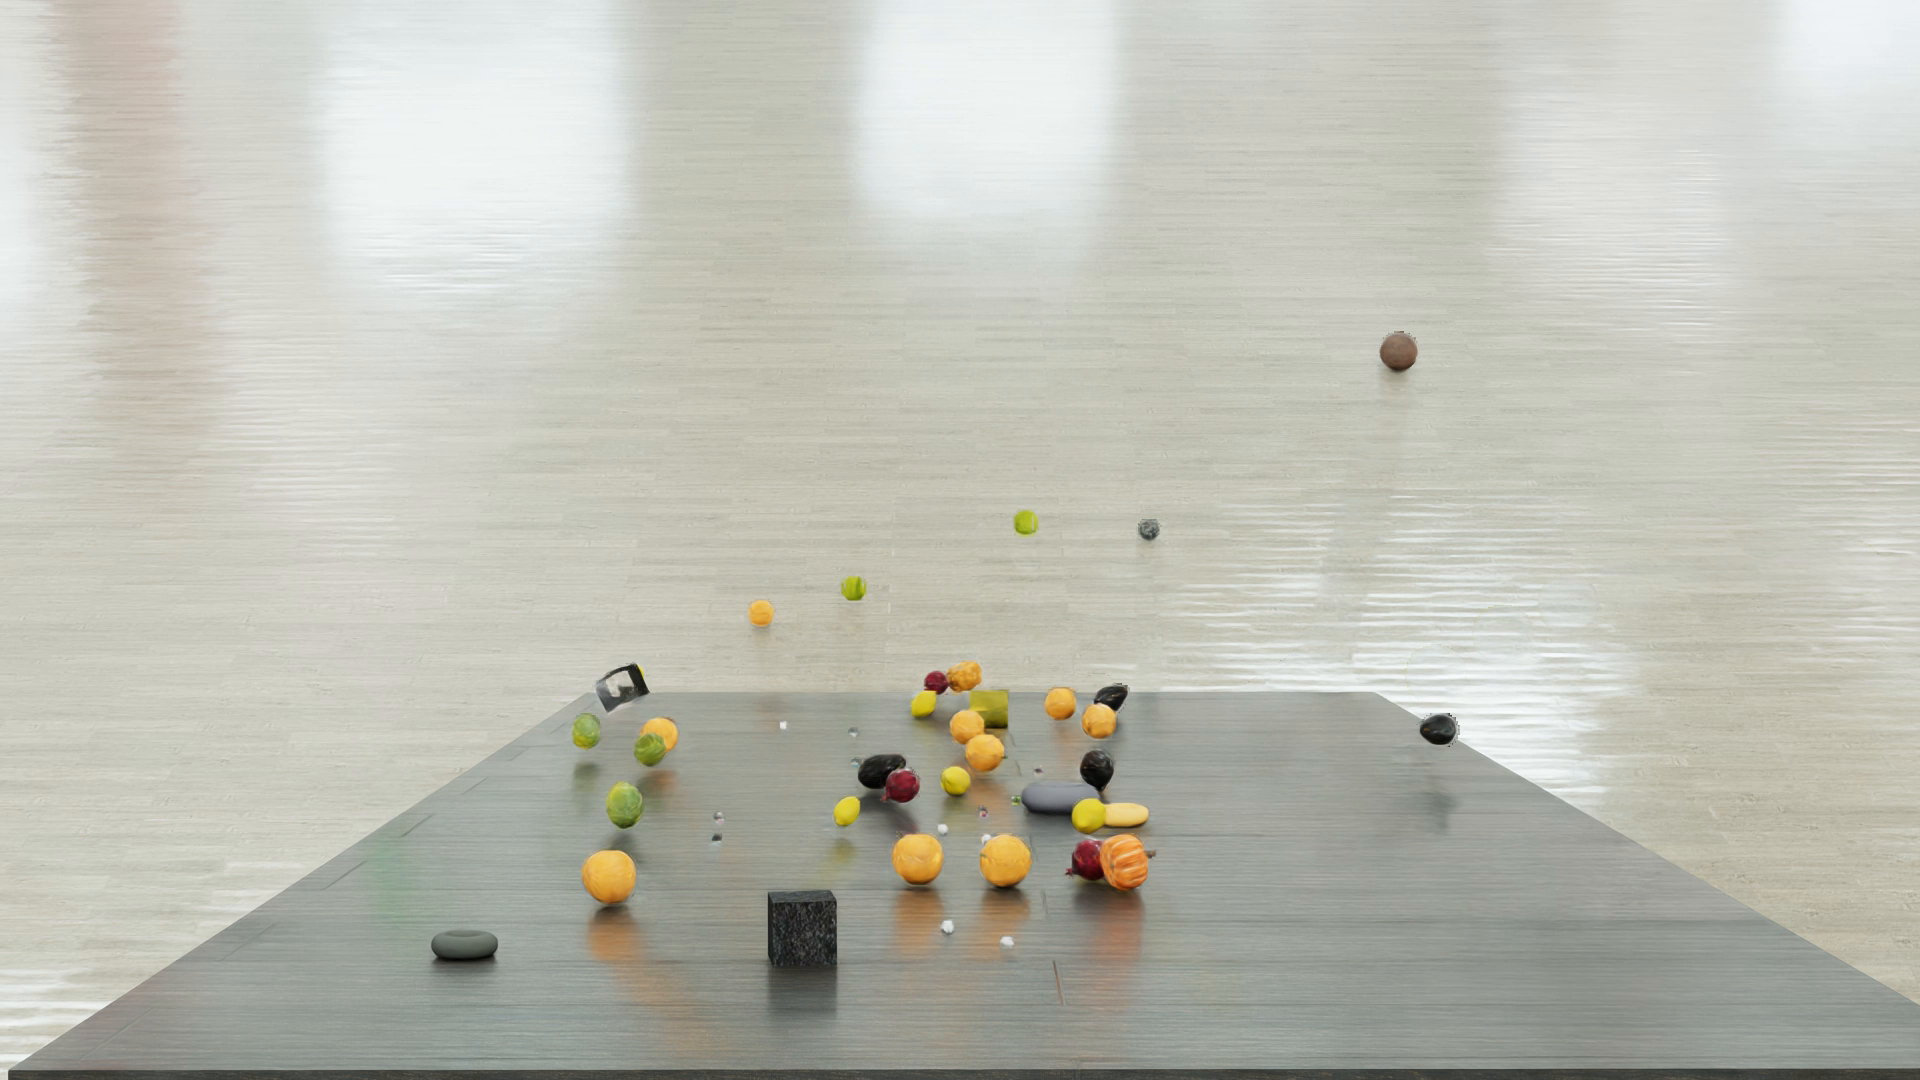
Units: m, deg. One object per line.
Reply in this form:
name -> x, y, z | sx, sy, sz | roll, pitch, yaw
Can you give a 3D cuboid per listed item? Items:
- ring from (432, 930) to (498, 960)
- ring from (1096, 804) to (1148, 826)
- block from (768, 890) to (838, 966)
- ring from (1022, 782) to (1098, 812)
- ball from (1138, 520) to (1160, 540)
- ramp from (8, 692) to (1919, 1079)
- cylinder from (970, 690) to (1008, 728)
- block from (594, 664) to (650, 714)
ring -> -0.601, 0.491, 3.127 | 0.080, 0.027, 0.080 | 1, 1, 0
ring -> 0.266, 0.451, 4.229 | 0.088, 0.029, 0.088 | -1, 3, 0
block -> -0.190, 0.467, 3.100 | 0.076, 0.076, 0.076 | 0, 2, -9
ring -> 0.171, 0.438, 4.394 | 0.133, 0.044, 0.133 | 1, 1, 0
ball -> 0.559, -0.029, 7.613 | 0.062, 0.062, 0.062 | 0, 24, 0
ramp -> 0.056, 0.505, 4.549 | 2.000, 0.100, 4.000 | 0, 2, 0
cylinder -> 0.065, 0.373, 5.677 | 0.085, 0.085, 0.085 | 0, 24, 1
block -> -0.786, 0.345, 5.989 | 0.078, 0.078, 0.078 | -17, -14, -43
